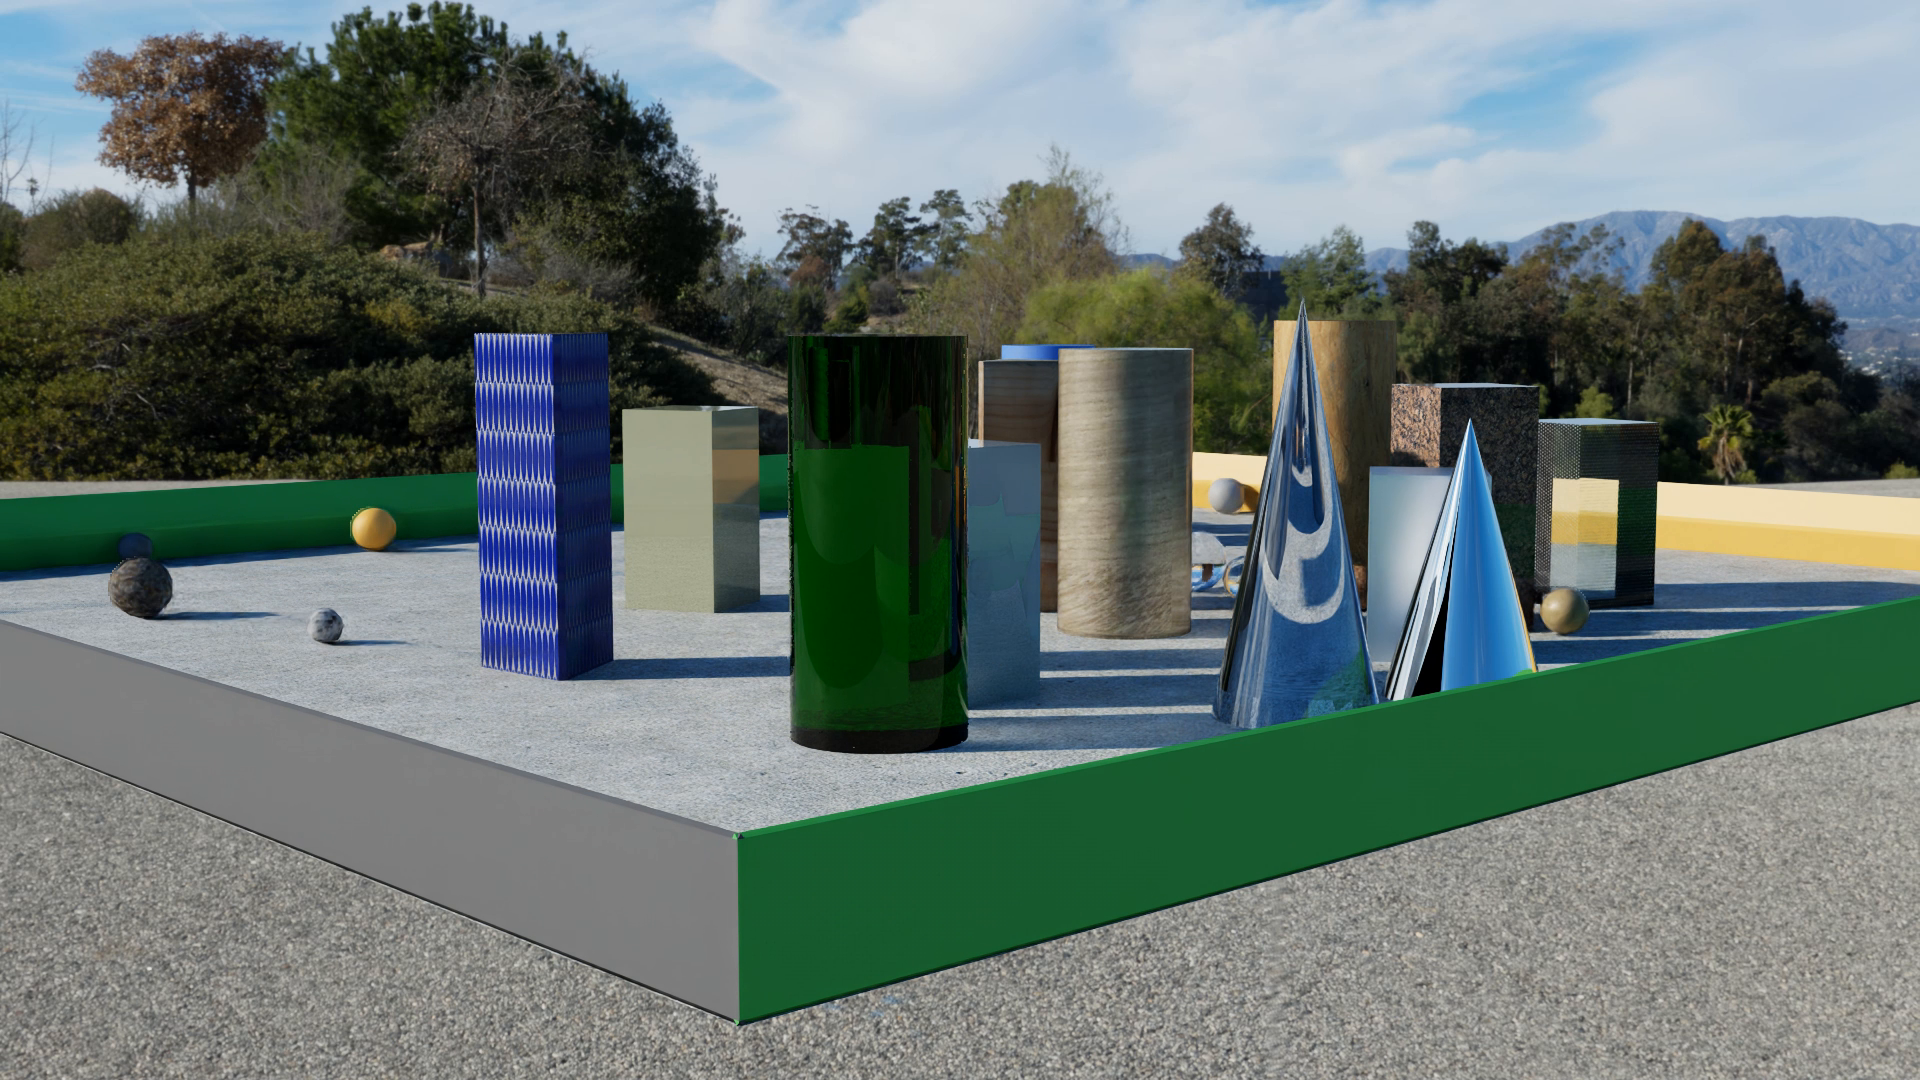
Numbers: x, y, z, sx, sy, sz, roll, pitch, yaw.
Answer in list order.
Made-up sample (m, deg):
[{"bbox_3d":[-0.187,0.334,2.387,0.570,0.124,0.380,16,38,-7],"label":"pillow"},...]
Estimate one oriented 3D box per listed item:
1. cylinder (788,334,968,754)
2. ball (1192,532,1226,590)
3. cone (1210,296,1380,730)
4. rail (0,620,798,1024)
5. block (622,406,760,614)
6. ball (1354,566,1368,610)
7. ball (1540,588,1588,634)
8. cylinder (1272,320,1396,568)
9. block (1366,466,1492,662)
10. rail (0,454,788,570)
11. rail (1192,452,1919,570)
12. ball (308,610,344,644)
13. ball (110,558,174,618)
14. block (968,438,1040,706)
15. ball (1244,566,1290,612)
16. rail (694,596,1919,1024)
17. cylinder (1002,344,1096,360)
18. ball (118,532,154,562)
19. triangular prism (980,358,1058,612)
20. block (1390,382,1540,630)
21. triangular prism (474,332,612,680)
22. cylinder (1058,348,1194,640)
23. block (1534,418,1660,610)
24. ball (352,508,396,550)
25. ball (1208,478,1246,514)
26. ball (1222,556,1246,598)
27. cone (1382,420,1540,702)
[{"bbox_3d":[-0.084,-0.002,2.262,0.185,0.415,0.185,0,6,0],"label":"cylinder"},{"bbox_3d":[0.372,0.034,3.450,0.092,0.092,0.092,0,6,0],"label":"ball"},{"bbox_3d":[0.366,-0.035,2.372,0.185,0.456,0.185,0,6,0],"label":"cone"},{"bbox_3d":[-1.047,0.133,2.372,0.045,0.120,2.734,-6,8,-42],"label":"rail"},{"bbox_3d":[-0.399,-0.050,3.278,0.148,0.294,0.148,2,7,22],"label":"block"},{"bbox_3d":[0.579,0.071,3.219,0.067,0.067,0.067,0,6,0],"label":"ball"},{"bbox_3d":[0.822,0.097,2.992,0.063,0.063,0.063,0,6,0],"label":"ball"},{"bbox_3d":[0.569,-0.123,3.357,0.185,0.423,0.185,0,6,0],"label":"cylinder"},{"bbox_3d":[0.597,0.030,2.811,0.148,0.235,0.148,1,6,10],"label":"block"},{"bbox_3d":[-0.911,-0.073,4.314,2.895,0.120,0.045,-6,8,-42],"label":"rail"},{"bbox_3d":[1.047,-0.071,4.293,0.045,0.120,2.734,-6,8,-42],"label":"rail"},{"bbox_3d":[-0.840,0.114,2.911,0.046,0.046,0.046,0,6,0],"label":"ball"},{"bbox_3d":[-1.174,0.069,3.156,0.085,0.085,0.085,0,6,0],"label":"ball"},{"bbox_3d":[-0.012,0.034,2.515,0.148,0.289,0.148,-5,8,-41],"label":"block"},{"bbox_3d":[0.450,0.072,3.220,0.065,0.065,0.065,0,6,0],"label":"ball"},{"bbox_3d":[0.911,0.136,2.351,2.895,0.120,0.045,-6,8,-42],"label":"rail"},{"bbox_3d":[0.174,-0.200,4.347,0.185,0.368,0.185,0,6,0],"label":"cylinder"},{"bbox_3d":[-1.423,0.014,3.798,0.057,0.057,0.057,0,6,0],"label":"ball"},{"bbox_3d":[0.090,-0.084,3.261,0.160,0.366,0.138,-2,6,-14],"label":"triangular prism"},{"bbox_3d":[0.699,-0.048,3.064,0.148,0.335,0.148,-2,6,-15],"label":"block"},{"bbox_3d":[-0.486,-0.048,2.705,0.160,0.412,0.138,5,8,42],"label":"triangular prism"},{"bbox_3d":[0.226,-0.068,3.016,0.185,0.386,0.185,0,6,0],"label":"cylinder"},{"bbox_3d":[0.939,-0.042,3.309,0.148,0.273,0.148,-3,7,-25],"label":"block"},{"bbox_3d":[-1.068,-0.019,4.011,0.079,0.079,0.079,0,6,0],"label":"ball"},{"bbox_3d":[0.572,-0.095,4.719,0.080,0.080,0.080,0,6,0],"label":"ball"},{"bbox_3d":[0.433,0.058,3.327,0.070,0.070,0.070,0,6,0],"label":"ball"},{"bbox_3d":[0.578,0.020,2.507,0.185,0.319,0.185,0,6,0],"label":"cone"}]
